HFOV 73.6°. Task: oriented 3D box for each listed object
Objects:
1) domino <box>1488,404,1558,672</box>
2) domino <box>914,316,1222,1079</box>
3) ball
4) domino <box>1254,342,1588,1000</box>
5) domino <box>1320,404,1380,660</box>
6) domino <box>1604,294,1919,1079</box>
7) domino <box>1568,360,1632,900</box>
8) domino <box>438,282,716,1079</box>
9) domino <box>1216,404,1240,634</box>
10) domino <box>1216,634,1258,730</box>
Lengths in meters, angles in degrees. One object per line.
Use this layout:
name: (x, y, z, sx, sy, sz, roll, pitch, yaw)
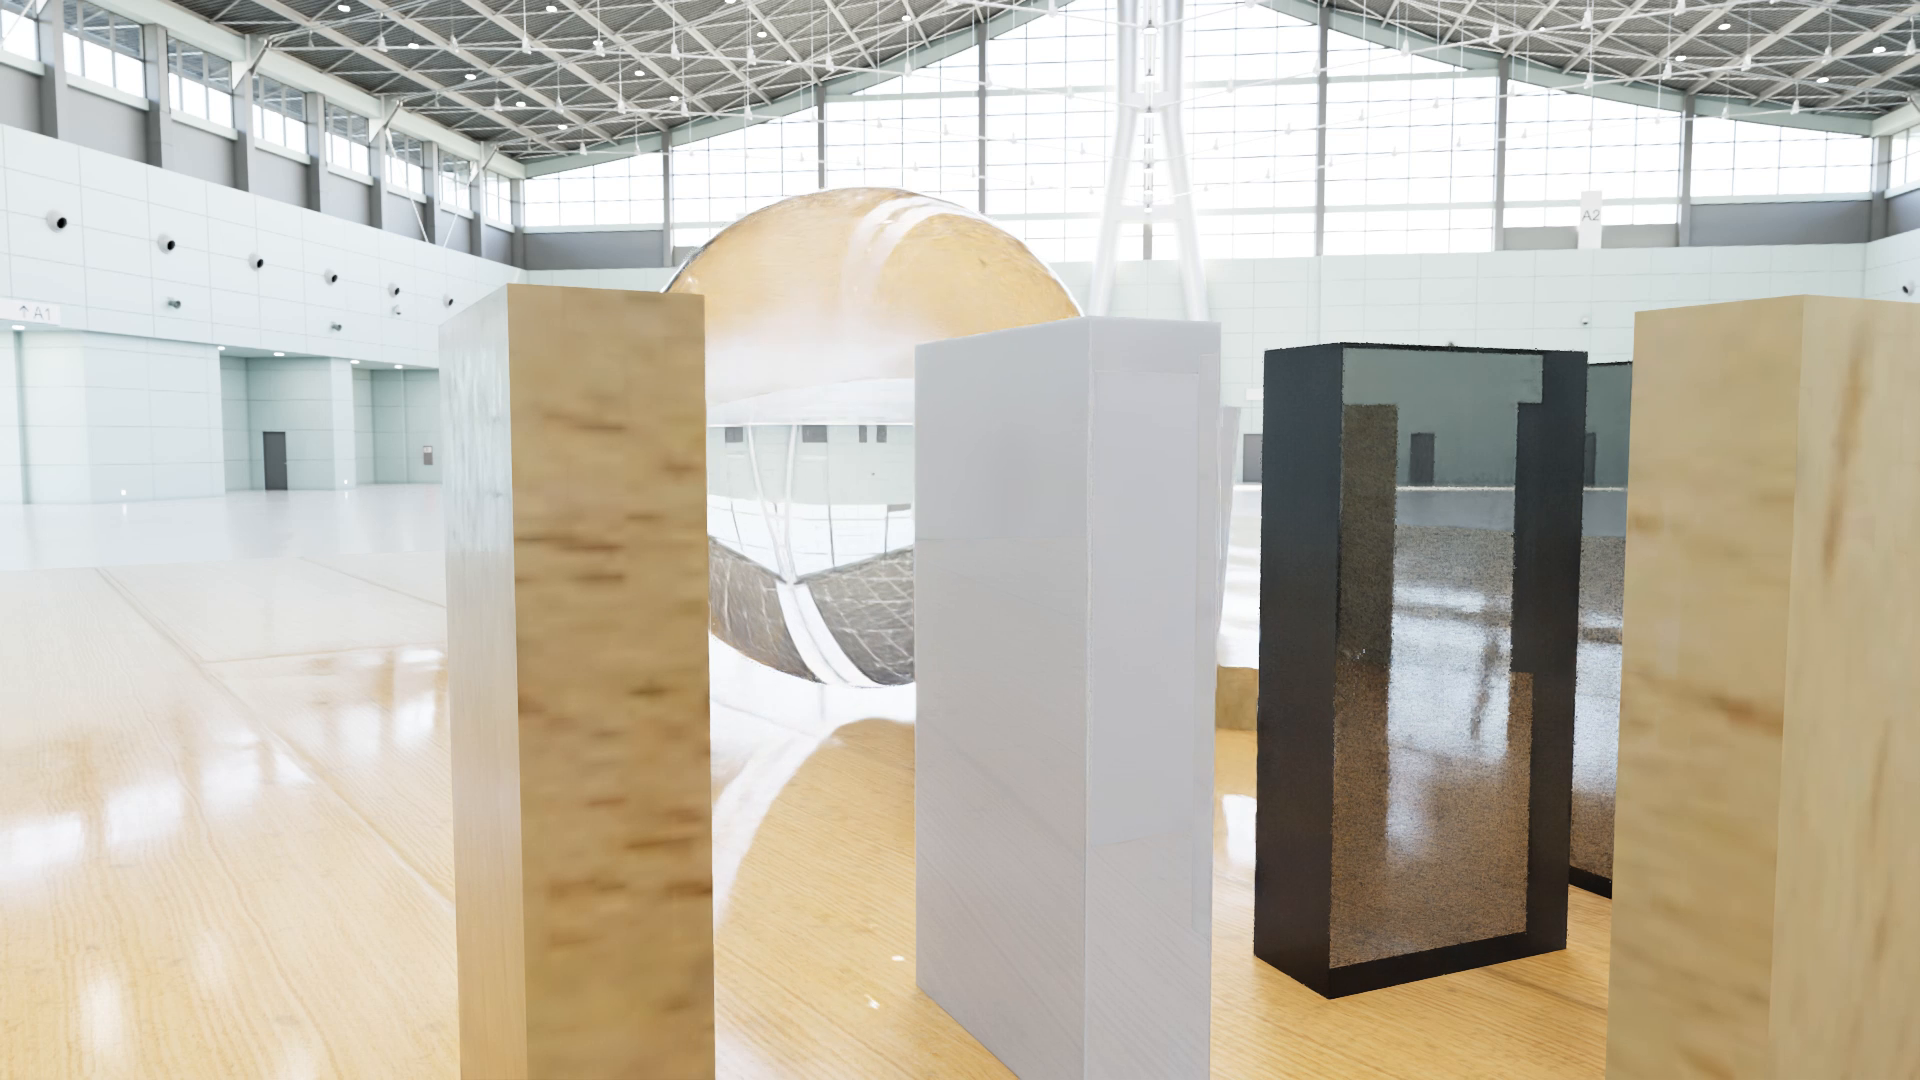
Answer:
domino: (0.111, -0.001, 0.252, 0.009, 0.050, 0.025, 2, 5, 27)
domino: (0.006, 0.011, 0.090, 0.010, 0.050, 0.025, -2, 5, -26)
ball: (-0.015, -0.016, 0.208, 0.080, 0.080, 0.080, 0, 4, 0)
domino: (0.038, 0.010, 0.106, 0.025, 0.050, 0.009, -2, 5, -23)
domino: (0.080, -0.002, 0.263, 0.009, 0.050, 0.025, 1, 4, 15)
domino: (0.052, 0.012, 0.076, 0.025, 0.050, 0.010, -2, 5, -25)
domino: (0.066, 0.009, 0.119, 0.010, 0.050, 0.025, -2, 5, -25)
domino: (-0.023, 0.012, 0.075, 0.010, 0.050, 0.025, -2, 5, -29)
domino: (0.049, -0.003, 0.268, 0.009, 0.050, 0.025, 4, 4, -1)
domino: (0.034, 0.022, 0.207, 0.050, 0.009, 0.025, 2, 7, 22)
